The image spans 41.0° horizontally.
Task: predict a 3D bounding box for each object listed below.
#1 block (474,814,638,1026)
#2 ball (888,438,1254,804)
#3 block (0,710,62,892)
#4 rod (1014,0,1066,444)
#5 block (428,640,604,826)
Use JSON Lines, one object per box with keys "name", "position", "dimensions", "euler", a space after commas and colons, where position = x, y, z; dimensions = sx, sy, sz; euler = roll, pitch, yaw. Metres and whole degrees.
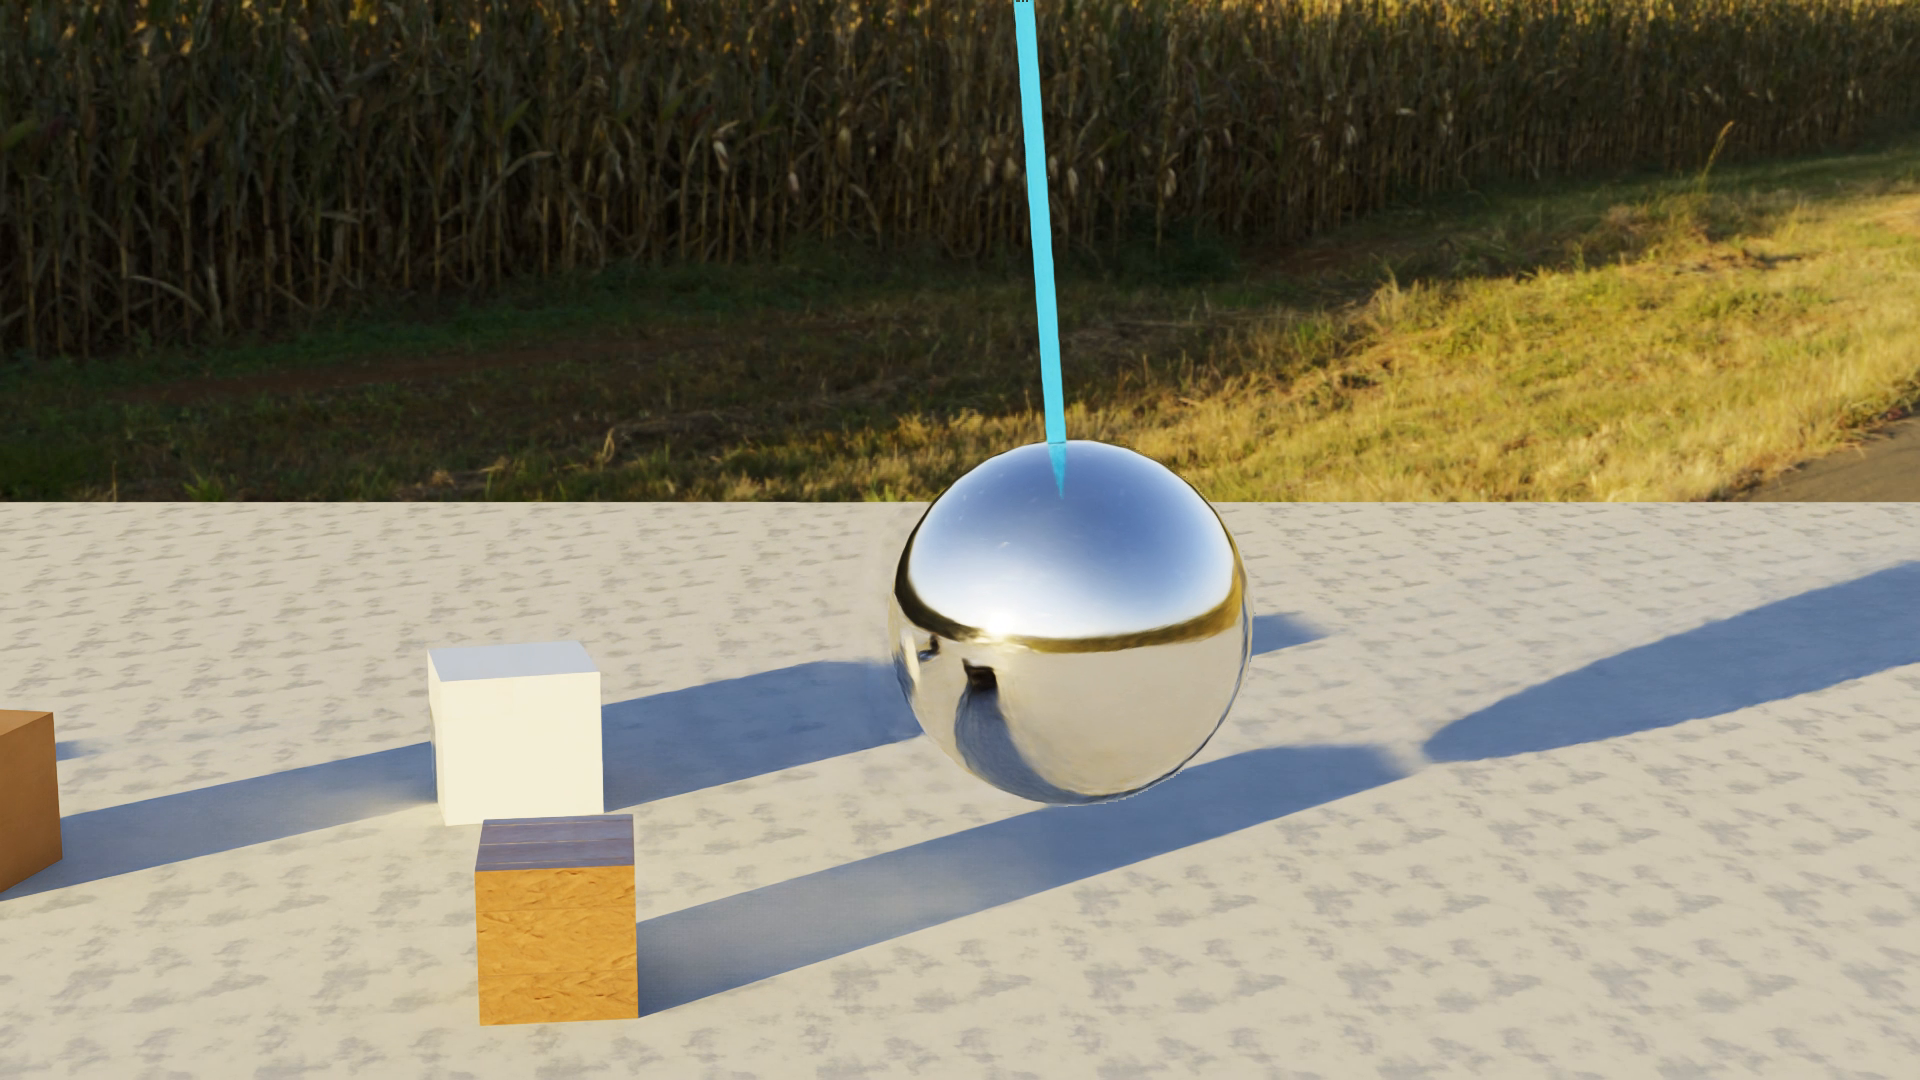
{"name": "block", "position": [-1.547, 1.453, 9.900], "dimensions": [0.587, 0.600, 0.682], "euler": [-1, 10, -7]}
{"name": "ball", "position": [0.482, 0.357, 11.245], "dimensions": [1.600, 1.600, 1.600], "euler": [0, 10, 0]}
{"name": "block", "position": [-4.514, 1.156, 11.295], "dimensions": [0.774, 0.684, 0.707], "euler": [2, 11, 11]}
{"name": "rod", "position": [0.209, -2.977, 10.639], "dimensions": [0.080, 5.200, 0.080], "euler": [-5, 10, 1]}
{"name": "block", "position": [-2.174, 0.928, 12.512], "dimensions": [0.745, 0.698, 0.718], "euler": [-3, 11, -16]}
